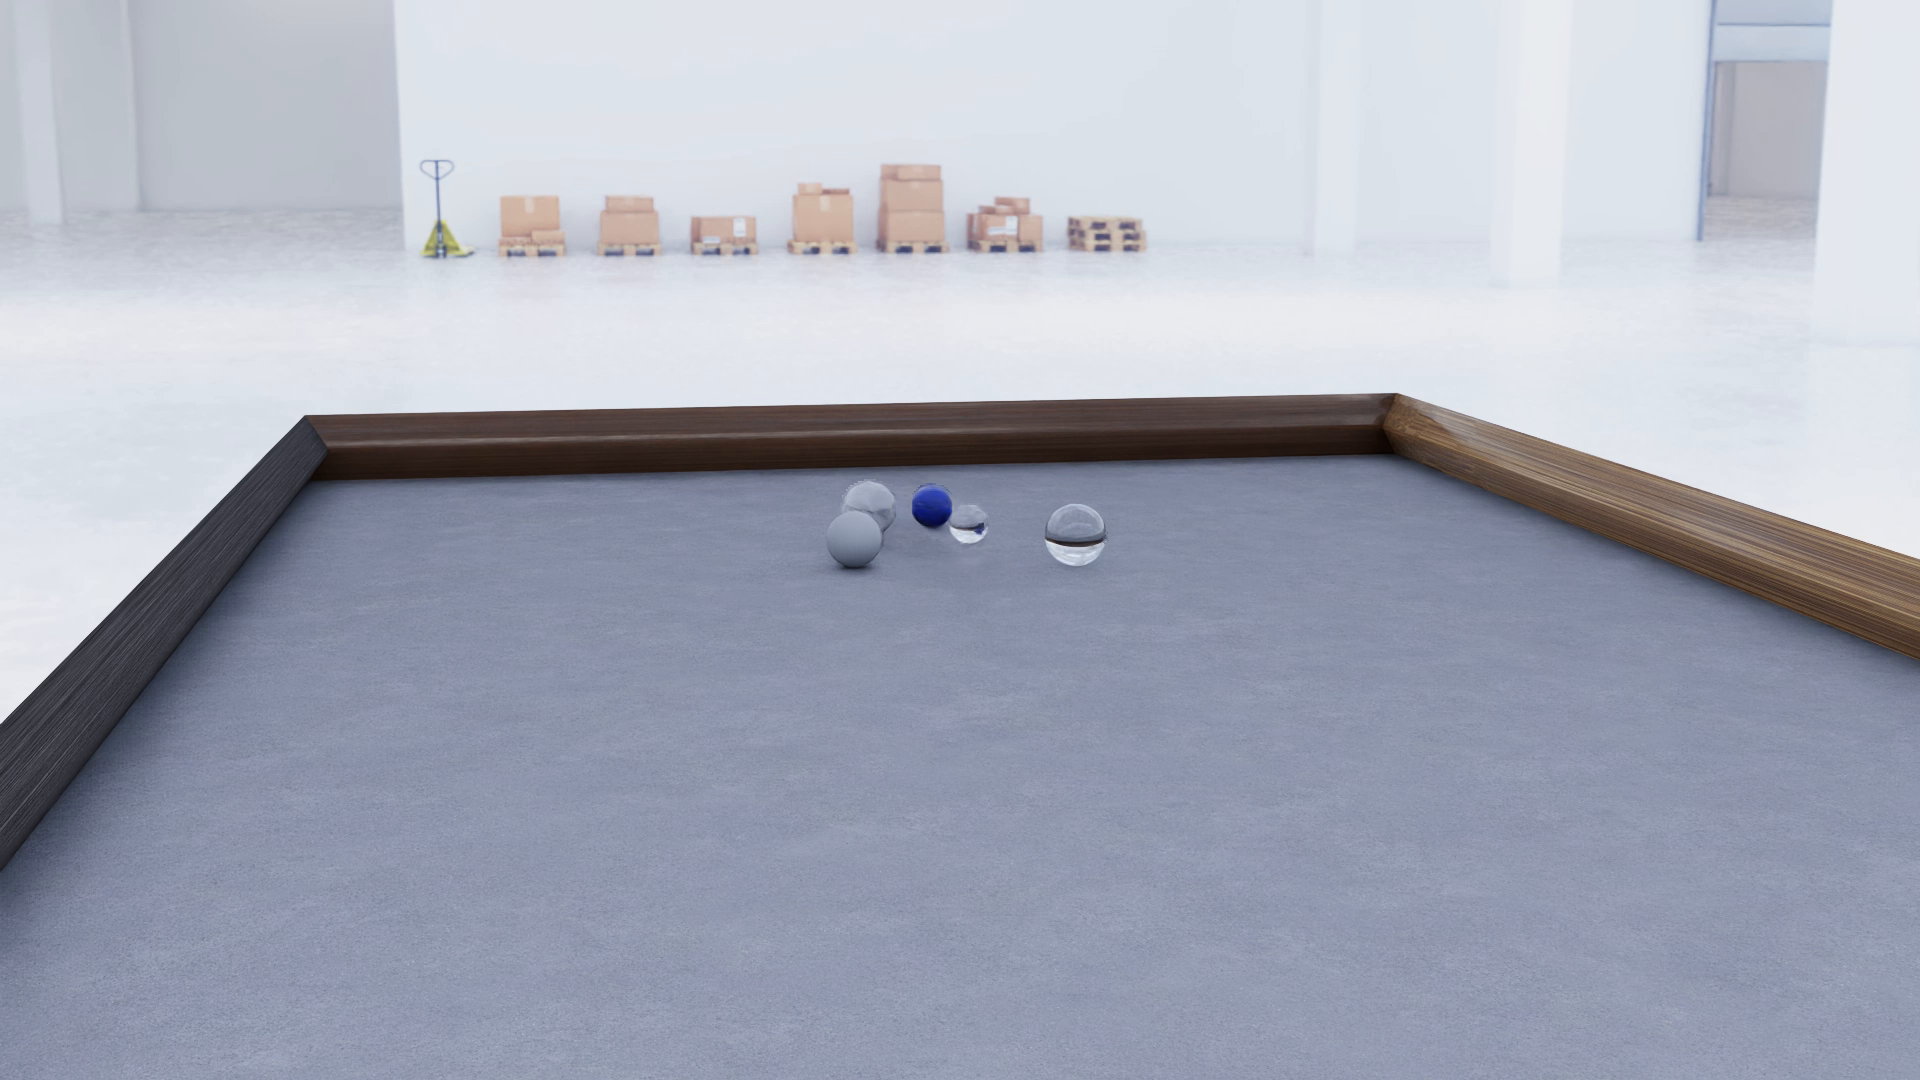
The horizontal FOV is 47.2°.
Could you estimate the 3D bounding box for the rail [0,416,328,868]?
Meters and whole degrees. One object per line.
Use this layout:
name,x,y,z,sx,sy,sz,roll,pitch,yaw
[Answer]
rail,-0.849,0.187,2.117,0.045,0.121,3.990,-2,11,-9

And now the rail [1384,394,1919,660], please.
rail,1.182,0.125,2.455,0.045,0.121,3.990,-2,11,-9

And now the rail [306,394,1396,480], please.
rail,-0.162,-0.197,4.197,2.107,0.121,0.045,-2,11,-9

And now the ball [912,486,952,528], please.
ball,-0.046,-0.054,3.575,0.068,0.068,0.068,0,10,0

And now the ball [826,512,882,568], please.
ball,-0.156,-0.001,3.246,0.083,0.083,0.083,0,10,0

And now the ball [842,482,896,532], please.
ball,-0.144,-0.050,3.499,0.087,0.087,0.087,0,10,0

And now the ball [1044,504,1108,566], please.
ball,0.171,-0.007,3.252,0.093,0.093,0.093,0,10,0

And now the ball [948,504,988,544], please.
ball,0.014,-0.025,3.432,0.062,0.062,0.062,0,10,0
